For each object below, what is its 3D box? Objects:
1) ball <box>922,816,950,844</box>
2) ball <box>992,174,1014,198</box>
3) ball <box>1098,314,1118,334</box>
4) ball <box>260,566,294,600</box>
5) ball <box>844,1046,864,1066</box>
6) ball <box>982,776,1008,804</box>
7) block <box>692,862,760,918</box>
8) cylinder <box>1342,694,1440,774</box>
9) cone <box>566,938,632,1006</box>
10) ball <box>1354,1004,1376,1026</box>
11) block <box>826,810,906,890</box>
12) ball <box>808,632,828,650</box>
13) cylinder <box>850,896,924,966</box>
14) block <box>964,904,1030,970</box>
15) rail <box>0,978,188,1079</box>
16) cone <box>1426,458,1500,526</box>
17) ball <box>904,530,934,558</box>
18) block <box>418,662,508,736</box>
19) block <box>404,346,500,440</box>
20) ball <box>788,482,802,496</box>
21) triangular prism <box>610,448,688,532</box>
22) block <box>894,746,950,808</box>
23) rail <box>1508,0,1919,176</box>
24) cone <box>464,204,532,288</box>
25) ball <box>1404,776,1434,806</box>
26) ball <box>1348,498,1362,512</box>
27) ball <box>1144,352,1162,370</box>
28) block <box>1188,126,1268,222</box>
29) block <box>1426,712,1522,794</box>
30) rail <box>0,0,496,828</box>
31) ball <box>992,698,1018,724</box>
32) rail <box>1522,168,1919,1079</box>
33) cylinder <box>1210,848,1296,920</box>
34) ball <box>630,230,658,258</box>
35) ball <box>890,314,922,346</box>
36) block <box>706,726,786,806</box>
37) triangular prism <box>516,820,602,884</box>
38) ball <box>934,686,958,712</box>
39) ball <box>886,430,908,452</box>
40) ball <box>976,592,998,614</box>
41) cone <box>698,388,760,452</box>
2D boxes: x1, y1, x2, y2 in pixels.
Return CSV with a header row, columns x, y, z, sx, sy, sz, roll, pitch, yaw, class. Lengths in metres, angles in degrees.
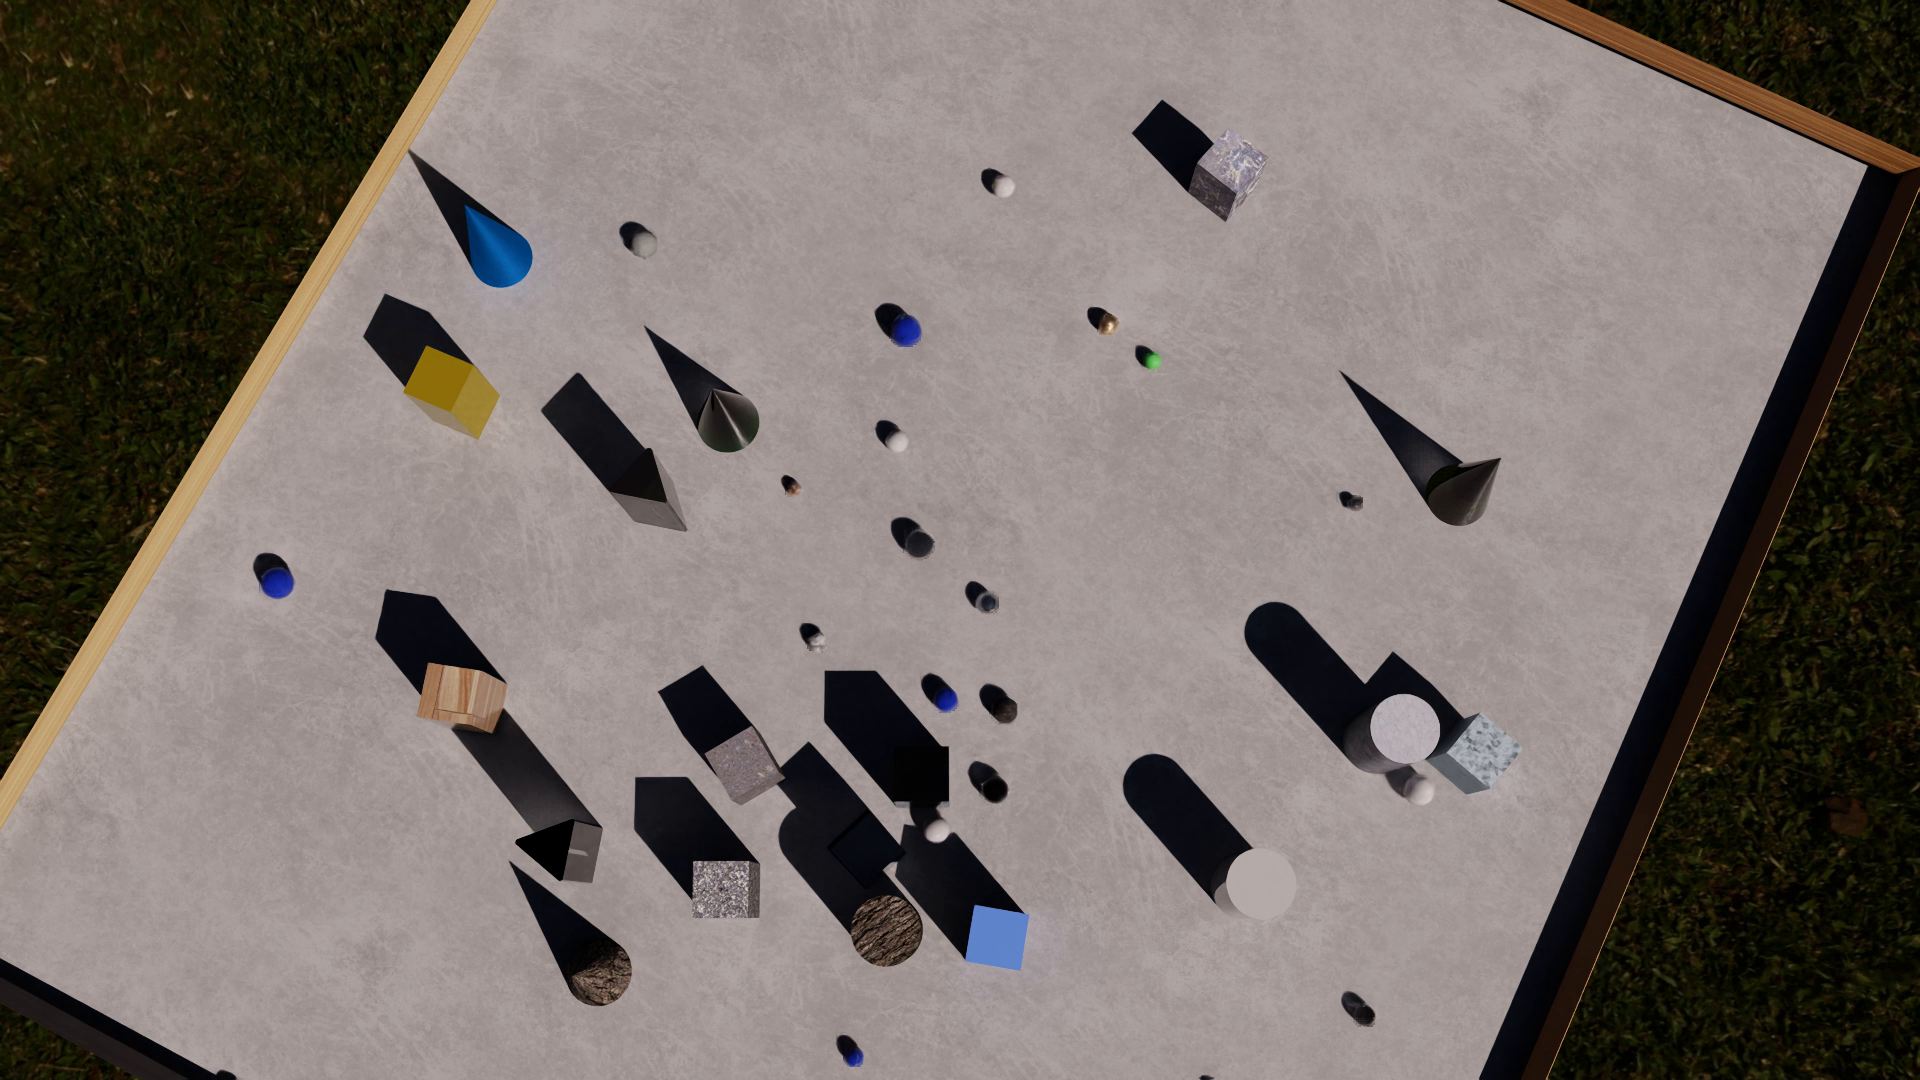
x,y,z,sx,sy,sz,roll,pitch,yaw,class
-0.070,0.852,5.399,0.081,0.081,0.081,0,78,0,ball
0.137,-1.121,5.811,0.073,0.073,0.073,0,78,0,ball
0.463,-0.674,5.724,0.064,0.064,0.064,0,78,0,ball
-2.063,0.130,5.540,0.097,0.097,0.097,0,78,0,ball
-0.306,1.488,5.281,0.054,0.054,0.054,0,78,0,ball
0.104,0.740,5.422,0.080,0.080,0.080,0,78,0,ball
-0.668,1.005,5.256,0.156,0.299,0.156,0,78,0,block
1.243,0.565,5.305,0.194,0.381,0.194,0,78,0,cylinder
-1.056,1.224,5.170,0.194,0.378,0.194,0,78,0,cone
1.170,1.375,5.301,0.060,0.060,0.060,0,78,0,ball
-0.267,0.898,5.301,0.156,0.253,0.156,-43,81,-8,block
-0.429,0.305,5.524,0.058,0.058,0.058,0,78,0,ball
-0.205,1.113,5.225,0.194,0.316,0.194,0,78,0,cylinder
0.104,1.136,5.240,0.156,0.277,0.156,9,78,2,block
-1.076,2.115,5.113,4.359,0.126,0.045,26,80,5,rail
1.532,-0.186,5.415,0.194,0.469,0.194,0,78,0,cone
-0.124,0.013,5.569,0.088,0.088,0.088,0,78,0,ball
-1.451,0.468,5.360,0.156,0.313,0.156,8,78,2,block
-1.534,-0.442,5.546,0.156,0.318,0.156,22,79,5,block
-0.508,-0.157,5.626,0.044,0.044,0.044,0,78,0,ball
-0.905,-0.154,5.442,0.168,0.404,0.146,11,79,2,triangular prism
-0.109,0.691,5.321,0.156,0.298,0.156,0,78,0,block
1.076,-2.102,5.986,4.359,0.126,0.045,26,80,5,rail
-1.450,-0.936,5.582,0.194,0.447,0.194,0,78,0,cone
1.356,0.741,5.417,0.090,0.090,0.090,0,78,0,ball
1.210,-0.109,5.617,0.044,0.044,0.044,0,78,0,ball
0.600,-0.557,5.704,0.055,0.055,0.055,0,78,0,ball
0.836,-1.140,5.732,0.156,0.235,0.156,40,81,8,block
1.502,0.627,5.361,0.156,0.247,0.156,41,81,8,block
-1.928,-0.937,5.745,0.045,0.126,4.862,26,80,5,rail
0.135,0.509,5.471,0.078,0.078,0.078,0,78,0,ball
1.928,0.951,5.354,0.045,0.126,4.862,26,80,5,rail
0.835,0.986,5.240,0.194,0.339,0.194,0,78,0,cylinder
-0.994,-0.930,5.764,0.088,0.088,0.088,0,78,0,ball
-0.169,-0.654,5.703,0.097,0.097,0.097,0,78,0,ball
-0.624,0.662,5.356,0.156,0.242,0.156,-30,80,-6,block
-1.108,0.866,5.227,0.168,0.412,0.146,39,81,7,triangular prism
-0.044,0.475,5.480,0.074,0.074,0.074,0,78,0,ball
-0.193,-0.306,5.644,0.071,0.071,0.071,0,78,0,ball
0.081,0.191,5.543,0.067,0.067,0.067,0,78,0,ball
-0.720,-0.403,5.511,0.194,0.369,0.194,0,78,0,cone
